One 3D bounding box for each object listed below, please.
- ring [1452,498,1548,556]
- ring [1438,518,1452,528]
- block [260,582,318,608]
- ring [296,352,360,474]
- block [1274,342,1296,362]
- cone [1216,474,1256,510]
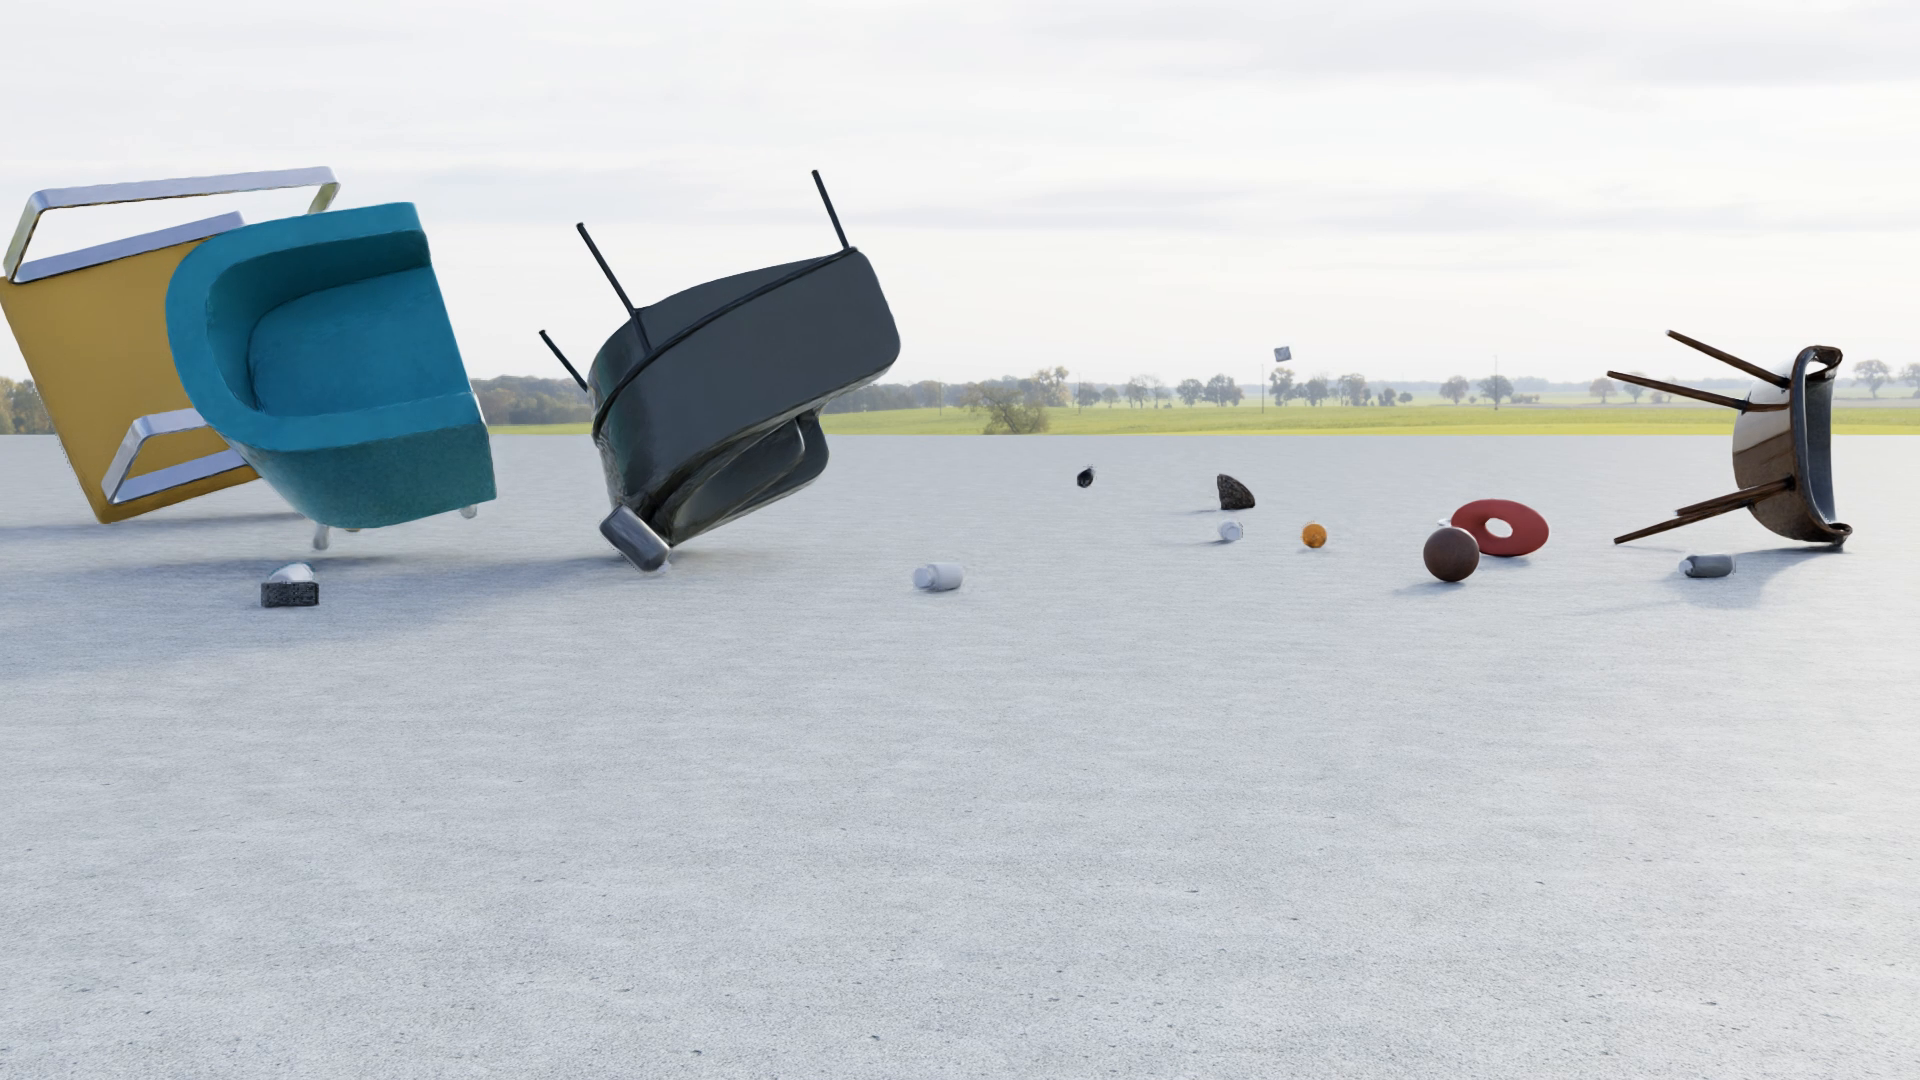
[{"bbox_3d":[1.446,-0.033,5.899,0.080,0.156,0.300,-12,13,-40],"label":"ring"},{"bbox_3d":[1.605,-0.056,7.184,0.096,0.024,0.071,-3,6,-31],"label":"ring"},{"bbox_3d":[-1.393,0.113,4.569,0.105,0.045,0.066,-2,4,-26],"label":"block"},{"bbox_3d":[-1.872,-0.376,6.518,0.050,0.393,0.225,-22,9,4],"label":"ring"},{"bbox_3d":[1.071,-0.620,7.245,0.054,0.048,0.080,-10,11,22],"label":"block"},{"bbox_3d":[1.007,-0.149,8.237,0.181,0.094,0.188,33,-18,26],"label":"cone"}]
